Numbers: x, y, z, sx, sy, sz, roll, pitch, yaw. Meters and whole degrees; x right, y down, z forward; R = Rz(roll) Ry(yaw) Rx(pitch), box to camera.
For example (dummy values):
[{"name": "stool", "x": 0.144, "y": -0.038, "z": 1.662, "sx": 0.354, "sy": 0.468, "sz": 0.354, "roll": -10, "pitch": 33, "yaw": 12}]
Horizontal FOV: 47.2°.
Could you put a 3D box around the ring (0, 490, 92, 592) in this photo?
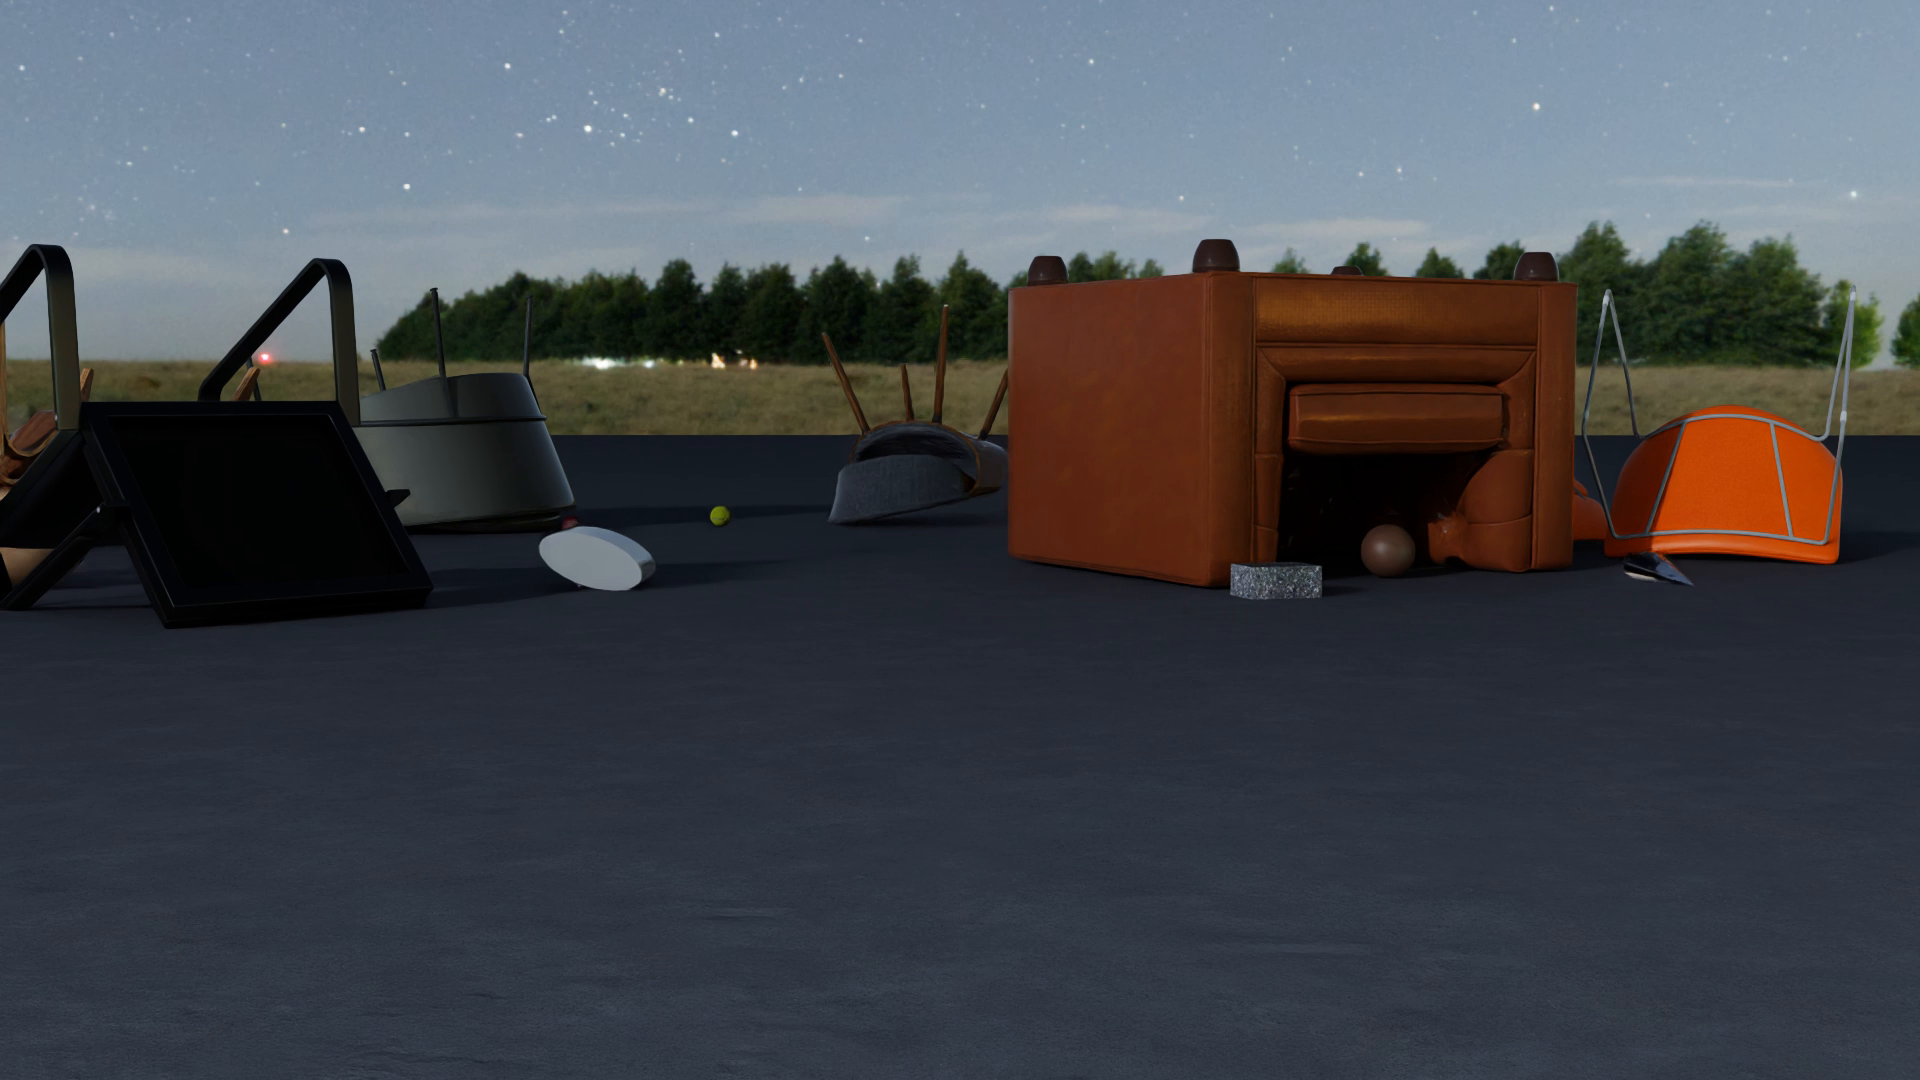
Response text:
[{"name": "ring", "x": -2.200, "y": 0.001, "z": 5.018, "sx": 0.403, "sy": 0.119, "sz": 0.465, "roll": -12, "pitch": 27, "yaw": -33}]

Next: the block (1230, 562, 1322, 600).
[{"name": "block", "x": 0.686, "y": 0.087, "z": 4.772, "sx": 0.160, "sy": 0.069, "sz": 0.119, "roll": -1, "pitch": 4, "yaw": -17}]

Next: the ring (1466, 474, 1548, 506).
[{"name": "ring", "x": 2.121, "y": -0.194, "z": 8.538, "sx": 0.279, "sy": 0.116, "sz": 0.448, "roll": 1, "pitch": 3, "yaw": -12}]

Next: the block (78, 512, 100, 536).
[{"name": "block", "x": -2.710, "y": -0.048, "z": 6.759, "sx": 0.075, "sy": 0.066, "sz": 0.095, "roll": 1, "pitch": 4, "yaw": 19}]

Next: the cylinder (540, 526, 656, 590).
[{"name": "cylinder", "x": -0.821, "y": 0.041, "z": 4.999, "sx": 0.239, "sy": 0.112, "sz": 0.220, "roll": 19, "pitch": 4, "yaw": -1}]

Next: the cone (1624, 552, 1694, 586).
[{"name": "cone", "x": 1.638, "y": 0.083, "z": 5.070, "sx": 0.156, "sy": 0.071, "sz": 0.147, "roll": 6, "pitch": 14, "yaw": -32}]
